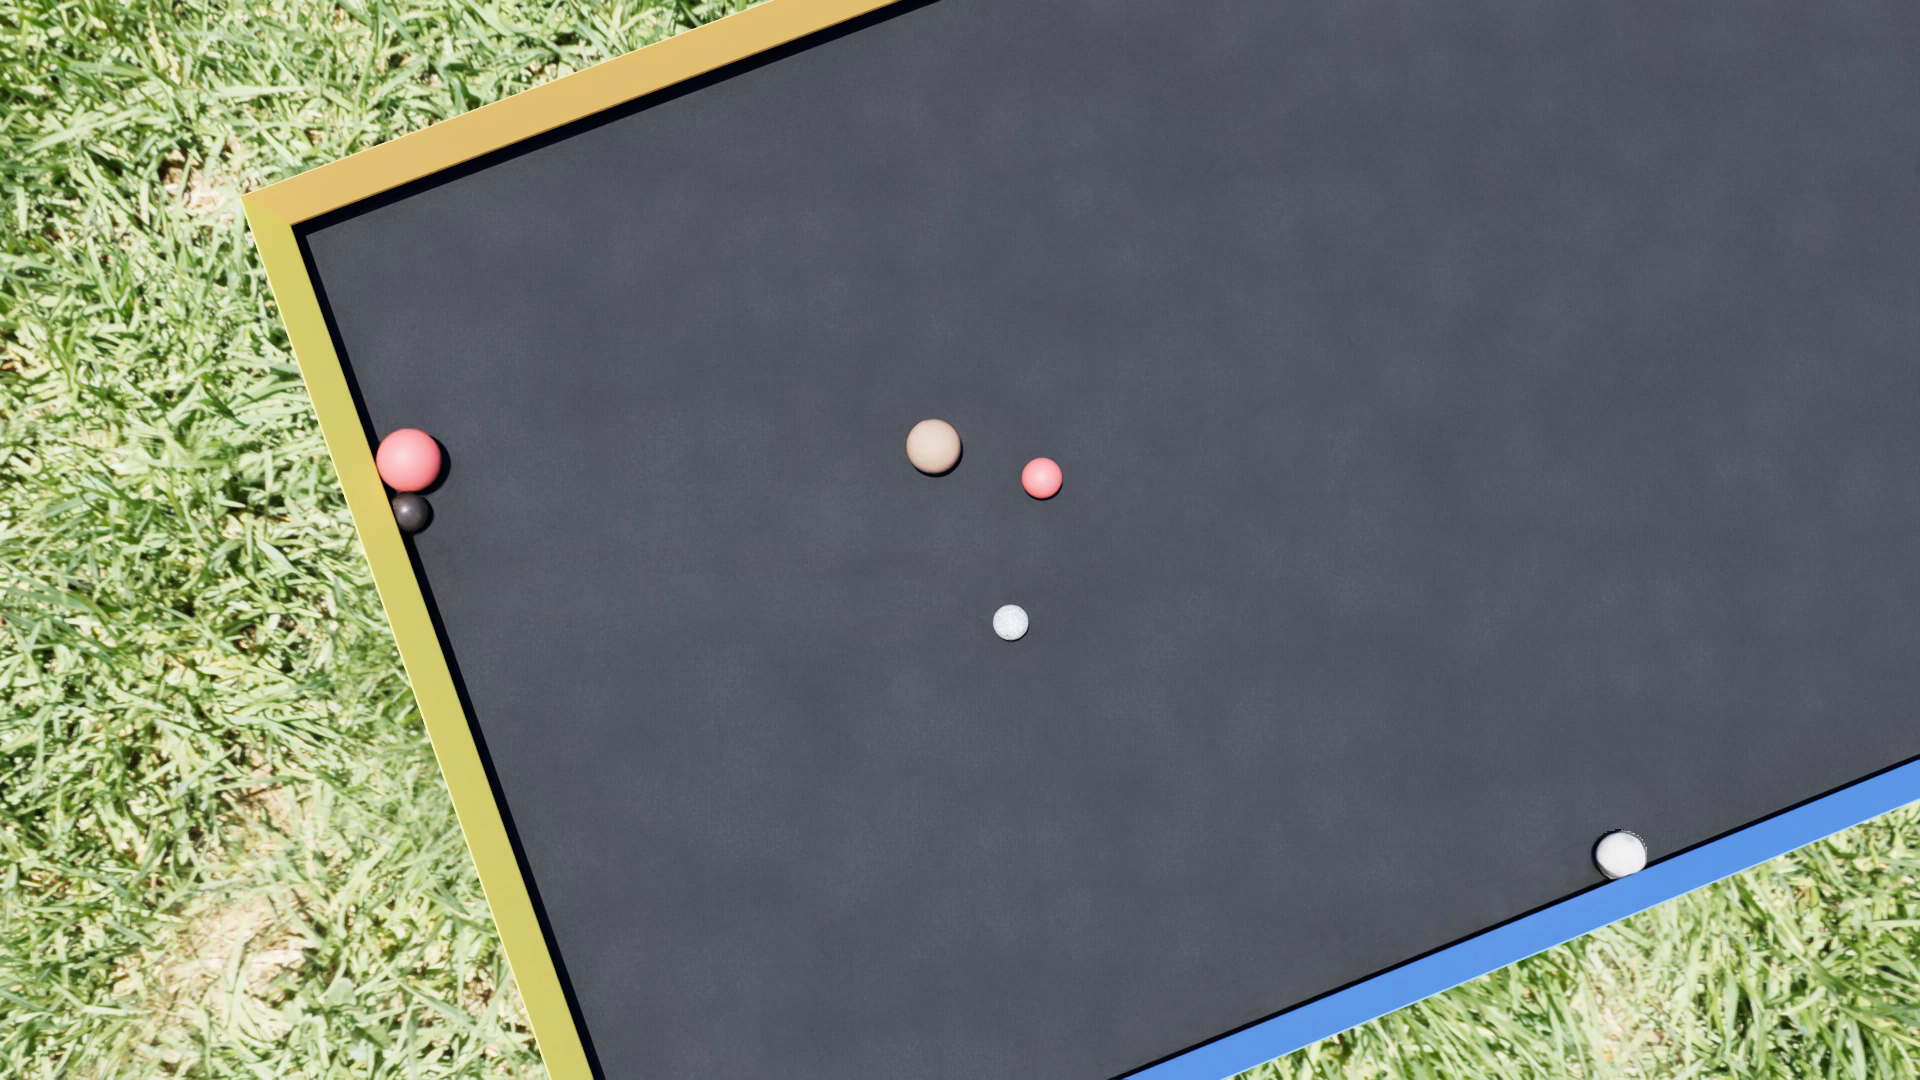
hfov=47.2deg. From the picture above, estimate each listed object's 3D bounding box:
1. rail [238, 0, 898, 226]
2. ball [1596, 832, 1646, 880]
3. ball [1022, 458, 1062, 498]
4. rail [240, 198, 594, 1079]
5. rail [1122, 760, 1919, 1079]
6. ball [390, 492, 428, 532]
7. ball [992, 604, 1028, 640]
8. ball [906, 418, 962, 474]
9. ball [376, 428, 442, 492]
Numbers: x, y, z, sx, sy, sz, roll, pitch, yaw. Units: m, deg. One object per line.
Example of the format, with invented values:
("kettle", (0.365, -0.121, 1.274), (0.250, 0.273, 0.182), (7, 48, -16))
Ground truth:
("rail", (0.457, -1.063, 3.407), (3.258, 0.124, 0.045), (-21, 82, -3))
("ball", (0.962, 0.461, 3.201), (0.071, 0.071, 0.071), (0, 81, 0))
("ball", (0.123, -0.093, 3.291), (0.061, 0.061, 0.061), (0, 81, 0))
("rail", (-0.737, 0.279, 3.201), (0.045, 0.124, 1.712), (-21, 82, -3))
("rail", (1.061, 0.470, 3.171), (3.258, 0.124, 0.045), (-21, 82, -3))
("ball", (-0.824, -0.041, 3.283), (0.059, 0.059, 0.059), (0, 81, 0))
("ball", (0.075, 0.122, 3.262), (0.054, 0.054, 0.054), (0, 81, 0))
("ball", (-0.039, -0.140, 3.287), (0.083, 0.083, 0.083), (0, 81, 0))
("ball", (-0.821, -0.118, 3.277), (0.095, 0.095, 0.095), (0, 81, 0))
